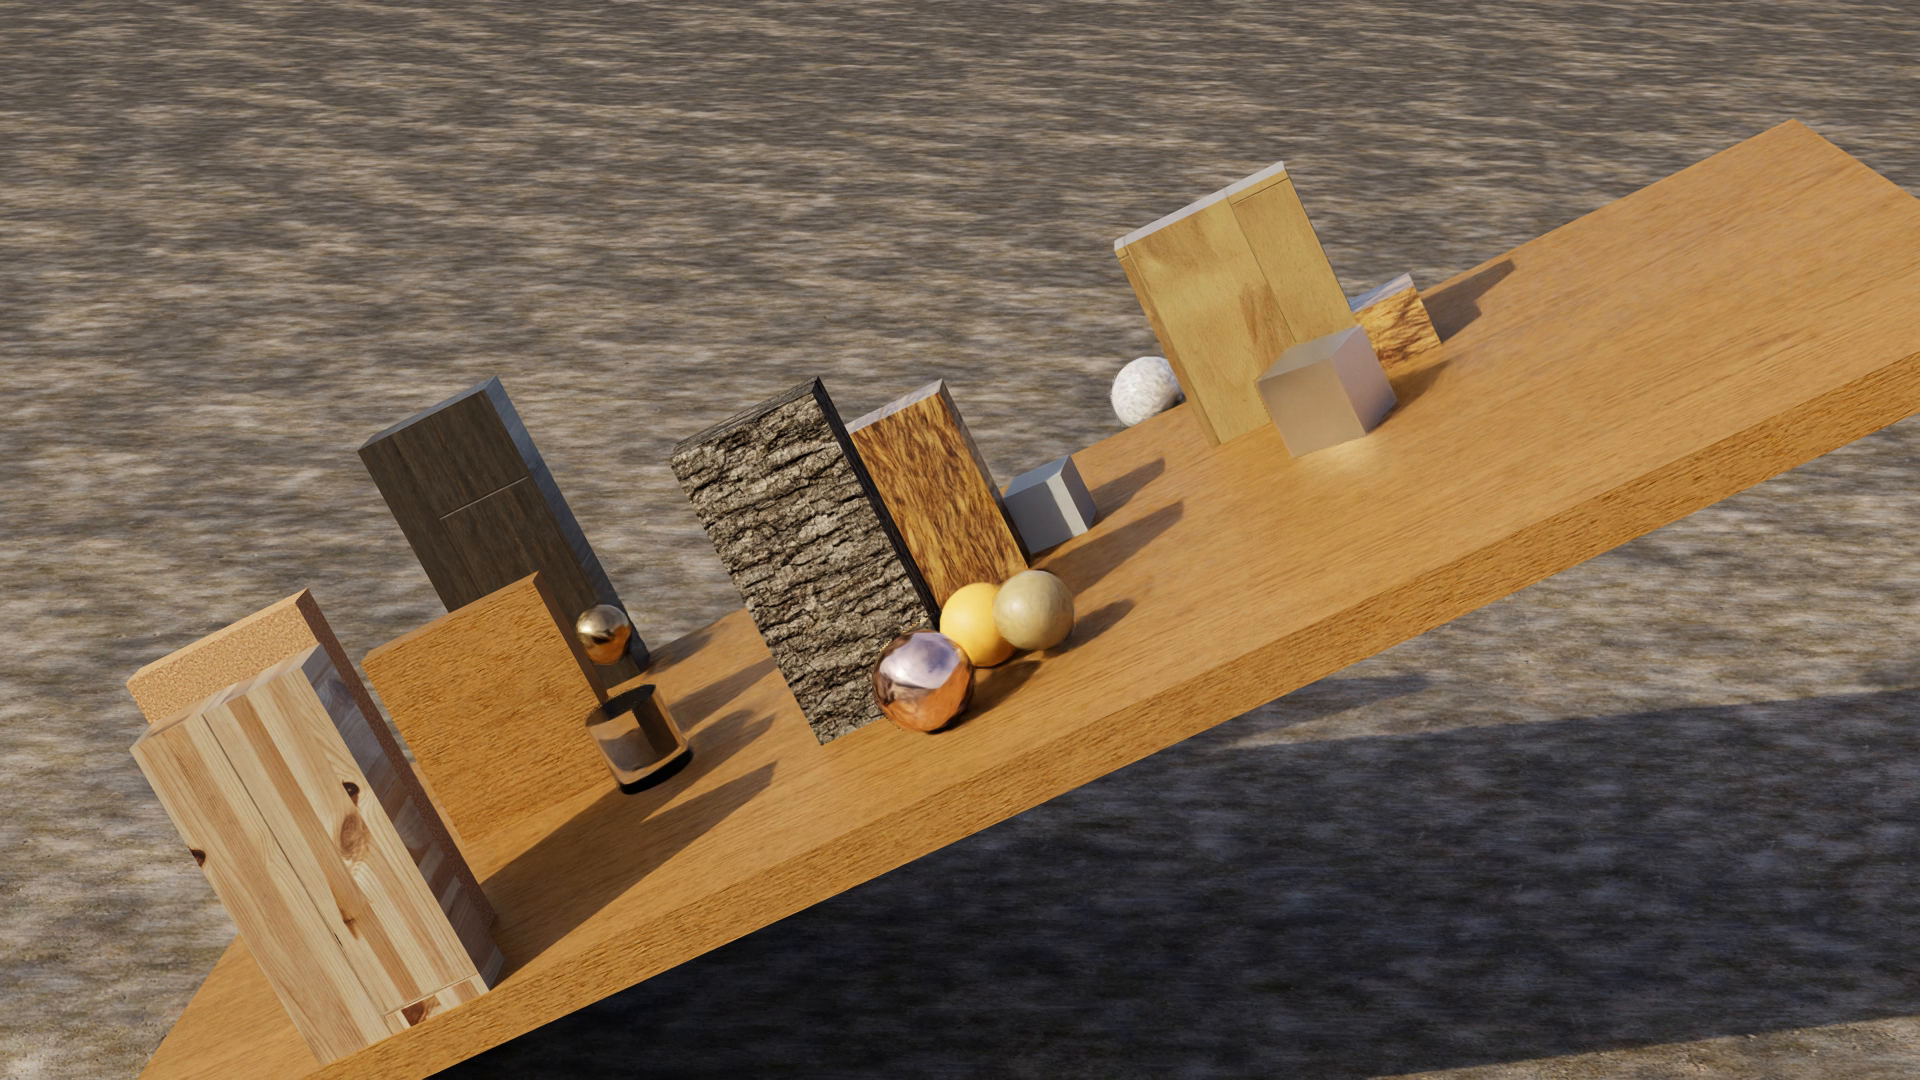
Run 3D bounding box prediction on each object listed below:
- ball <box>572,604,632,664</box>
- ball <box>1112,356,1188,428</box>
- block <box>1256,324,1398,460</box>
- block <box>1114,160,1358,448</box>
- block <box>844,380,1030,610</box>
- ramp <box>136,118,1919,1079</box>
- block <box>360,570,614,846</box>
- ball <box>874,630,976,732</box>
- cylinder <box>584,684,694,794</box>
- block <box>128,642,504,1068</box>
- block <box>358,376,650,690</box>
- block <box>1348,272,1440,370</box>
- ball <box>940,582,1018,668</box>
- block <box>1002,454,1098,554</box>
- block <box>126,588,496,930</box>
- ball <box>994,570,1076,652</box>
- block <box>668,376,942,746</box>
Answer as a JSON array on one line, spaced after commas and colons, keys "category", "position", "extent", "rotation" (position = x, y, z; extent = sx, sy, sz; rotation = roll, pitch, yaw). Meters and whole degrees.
[{"category": "ball", "position": [-0.866, 0.226, 7.116], "extent": [0.145, 0.145, 0.145], "rotation": [0, 16, 0]}, {"category": "ball", "position": [0.472, -0.357, 7.263], "extent": [0.195, 0.195, 0.195], "rotation": [0, 16, 0]}, {"category": "block", "position": [0.778, -0.314, 6.235], "extent": [0.186, 0.186, 0.186], "rotation": [-17, 17, 36]}, {"category": "block", "position": [0.643, -0.526, 6.600], "extent": [0.414, 0.503, 0.123], "rotation": [-25, 14, 10]}, {"category": "block", "position": [-0.067, -0.087, 6.456], "extent": [0.276, 0.443, 0.125], "rotation": [-25, 14, 10]}, {"category": "ramp", "position": [0.138, 0.168, 6.281], "extent": [4.000, 0.100, 2.000], "rotation": [-25, 14, 10]}, {"category": "block", "position": [-1.009, 0.373, 6.480], "extent": [0.432, 0.475, 0.080], "rotation": [-25, 14, 10]}, {"category": "ball", "position": [-0.069, 0.270, 5.659], "extent": [0.197, 0.197, 0.197], "rotation": [0, 16, 0]}, {"category": "cylinder", "position": [-0.689, 0.427, 6.315], "extent": [0.172, 0.172, 0.172], "rotation": [-26, 13, 7]}, {"category": "block", "position": [-1.199, 0.594, 5.517], "extent": [0.368, 0.710, 0.143], "rotation": [-25, 14, 10]}, {"category": "block", "position": [-1.117, 0.037, 7.239], "extent": [0.354, 0.800, 0.146], "rotation": [-25, 14, 10]}, {"category": "block", "position": [0.973, -0.488, 6.587], "extent": [0.148, 0.148, 0.148], "rotation": [-25, 14, 10]}, {"category": "ball", "position": [0.044, 0.169, 5.876], "extent": [0.170, 0.170, 0.170], "rotation": [0, 16, 0]}, {"category": "block", "position": [0.201, -0.080, 6.558], "extent": [0.143, 0.143, 0.143], "rotation": [-23, 14, 18]}, {"category": "block", "position": [-1.283, 0.518, 5.838], "extent": [0.387, 0.766, 0.093], "rotation": [-25, 14, 10]}, {"category": "ball", "position": [0.145, 0.138, 5.749], "extent": [0.160, 0.160, 0.160], "rotation": [0, 16, 0]}, {"category": "block", "position": [-0.282, 0.044, 5.907], "extent": [0.320, 0.663, 0.139], "rotation": [-25, 14, 10]}]
